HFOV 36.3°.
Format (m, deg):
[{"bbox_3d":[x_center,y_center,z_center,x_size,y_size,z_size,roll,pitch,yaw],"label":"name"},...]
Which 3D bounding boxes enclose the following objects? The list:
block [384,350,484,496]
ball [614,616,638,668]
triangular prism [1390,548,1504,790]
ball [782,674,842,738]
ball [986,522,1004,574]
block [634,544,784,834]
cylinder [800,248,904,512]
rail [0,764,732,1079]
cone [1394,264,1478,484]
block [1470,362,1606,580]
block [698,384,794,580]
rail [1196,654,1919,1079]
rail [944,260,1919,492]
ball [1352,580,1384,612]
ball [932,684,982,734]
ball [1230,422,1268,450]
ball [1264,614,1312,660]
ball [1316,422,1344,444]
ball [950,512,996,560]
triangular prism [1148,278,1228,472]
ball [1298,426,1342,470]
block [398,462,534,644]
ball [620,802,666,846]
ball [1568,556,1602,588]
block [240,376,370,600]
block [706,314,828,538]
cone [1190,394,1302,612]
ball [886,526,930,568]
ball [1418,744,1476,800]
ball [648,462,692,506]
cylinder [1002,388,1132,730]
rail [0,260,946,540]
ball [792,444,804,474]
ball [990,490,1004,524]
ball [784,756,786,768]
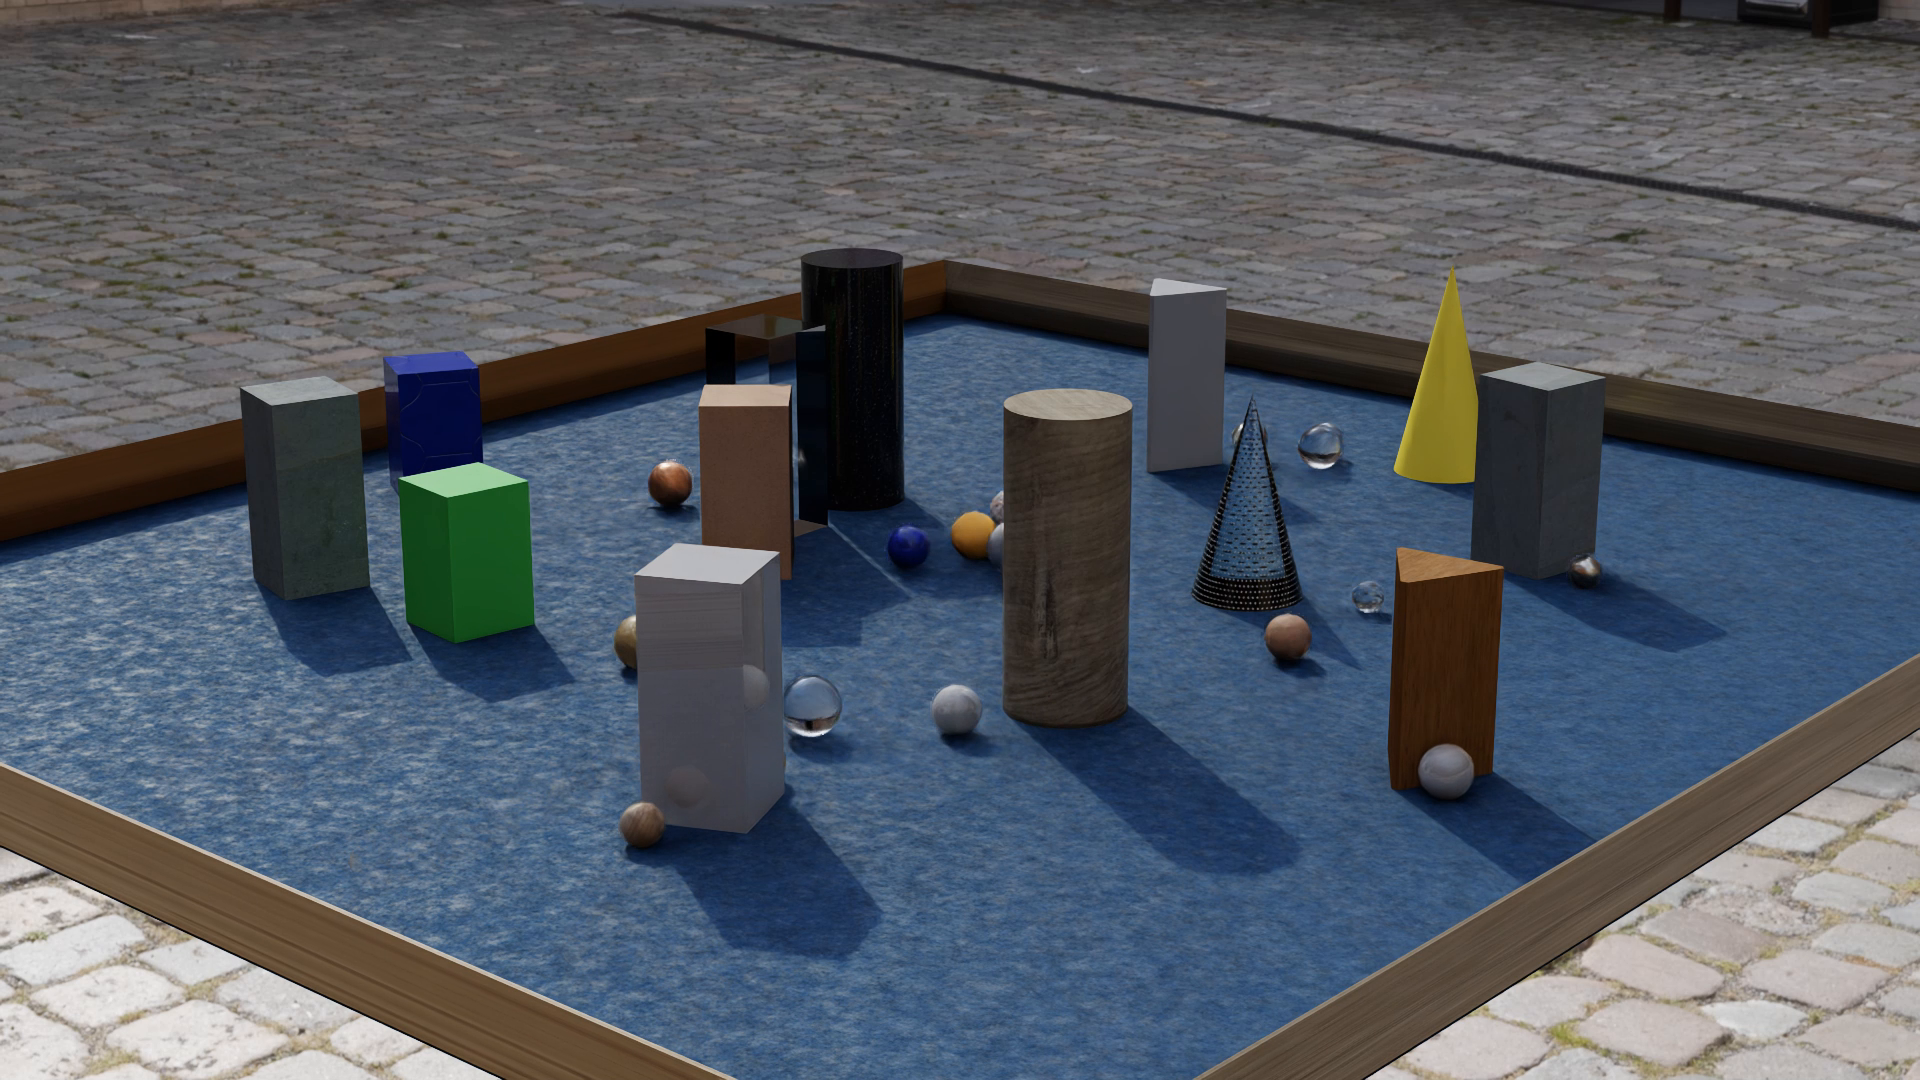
[{"bbox_3d":[-1.029,-0.221,5.736,0.157,0.258,0.157,-6,18,-20],"label":"block"},{"bbox_3d":[-0.518,0.165,4.750,0.088,0.088,0.088,0,17,0],"label":"ball"},{"bbox_3d":[0.677,0.181,4.302,0.170,0.316,0.147,-7,18,-23],"label":"triangular prism"},{"bbox_3d":[-0.226,0.252,4.451,0.095,0.095,0.095,0,17,0],"label":"ball"},{"bbox_3d":[0.096,0.014,5.233,0.098,0.098,0.098,0,17,0],"label":"ball"},{"bbox_3d":[-0.351,0.207,4.131,0.157,0.365,0.157,5,17,15],"label":"block"},{"bbox_3d":[-0.206,-0.310,5.658,0.196,0.474,0.196,0,17,0],"label":"cylinder"},{"bbox_3d":[-1.119,0.404,3.886,3.109,0.127,0.045,14,22,39],"label":"rail"},{"bbox_3d":[0.974,-0.343,5.855,0.196,0.423,0.196,0,17,0],"label":"cone"},{"bbox_3d":[1.038,-0.126,5.268,0.157,0.347,0.157,-13,21,-37],"label":"block"},{"bbox_3d":[-0.380,-0.104,5.243,0.157,0.319,0.157,0,17,-1],"label":"block"},{"bbox_3d":[1.156,0.322,4.159,0.045,0.127,3.461,14,22,39],"label":"rail"},{"bbox_3d":[1.119,-0.340,6.354,3.109,0.127,0.045,14,22,39],"label":"rail"},{"bbox_3d":[0.701,0.097,5.032,0.056,0.056,0.056,0,17,0],"label":"ball"},{"bbox_3d":[-0.004,0.258,4.461,0.077,0.077,0.077,0,17,0],"label":"ball"},{"bbox_3d":[0.592,-0.205,5.997,0.076,0.076,0.076,0,17,0],"label":"ball"},{"bbox_3d":[0.536,0.159,4.792,0.076,0.076,0.076,0,17,0],"label":"ball"},{"bbox_3d":[0.747,-0.203,5.996,0.074,0.074,0.074,0,17,0],"label":"ball"},{"bbox_3d":[0.027,-0.008,5.326,0.087,0.087,0.087,0,17,0],"label":"ball"},{"bbox_3d":[0.428,-0.339,5.948,0.170,0.361,0.147,-7,18,-22],"label":"triangular prism"},{"bbox_3d":[0.727,-0.187,5.917,0.089,0.089,0.089,0,17,0],"label":"ball"},{"bbox_3d":[-0.832,0.020,4.947,0.157,0.253,0.157,-14,22,-39],"label":"block"},{"bbox_3d":[-0.437,0.392,4.043,0.062,0.062,0.062,0,17,0],"label":"ball"},{"bbox_3d":[1.101,0.057,5.161,0.058,0.058,0.058,0,17,0],"label":"ball"},{"bbox_3d":[-1.151,-0.093,5.153,0.157,0.349,0.157,-11,20,-31],"label":"block"},{"bbox_3d":[-0.360,-0.209,5.470,0.157,0.388,0.157,13,21,37],"label":"block"},{"bbox_3d":[0.502,-0.079,5.082,0.196,0.363,0.196,0,17,0],"label":"cone"},{"bbox_3d":[-0.093,0.012,5.275,0.077,0.077,0.077,0,17,0],"label":"ball"},{"bbox_3d":[0.699,0.332,4.209,0.080,0.080,0.080,0,17,0],"label":"ball"},{"bbox_3d":[-0.559,-0.108,5.656,0.087,0.087,0.087,0,17,0],"label":"ball"},{"bbox_3d":[0.164,0.028,4.512,0.196,0.488,0.196,0,17,0],"label":"cylinder"},{"bbox_3d":[-1.156,-0.258,6.081,0.045,0.127,3.461,14,22,39],"label":"rail"},{"bbox_3d":[-0.318,-0.162,5.878,0.062,0.062,0.062,0,17,0],"label":"ball"},{"bbox_3d":[0.093,-0.057,5.510,0.075,0.075,0.075,0,17,0],"label":"ball"},{"bbox_3d":[-0.286,0.323,4.266,0.065,0.065,0.065,0,17,0],"label":"ball"}]
